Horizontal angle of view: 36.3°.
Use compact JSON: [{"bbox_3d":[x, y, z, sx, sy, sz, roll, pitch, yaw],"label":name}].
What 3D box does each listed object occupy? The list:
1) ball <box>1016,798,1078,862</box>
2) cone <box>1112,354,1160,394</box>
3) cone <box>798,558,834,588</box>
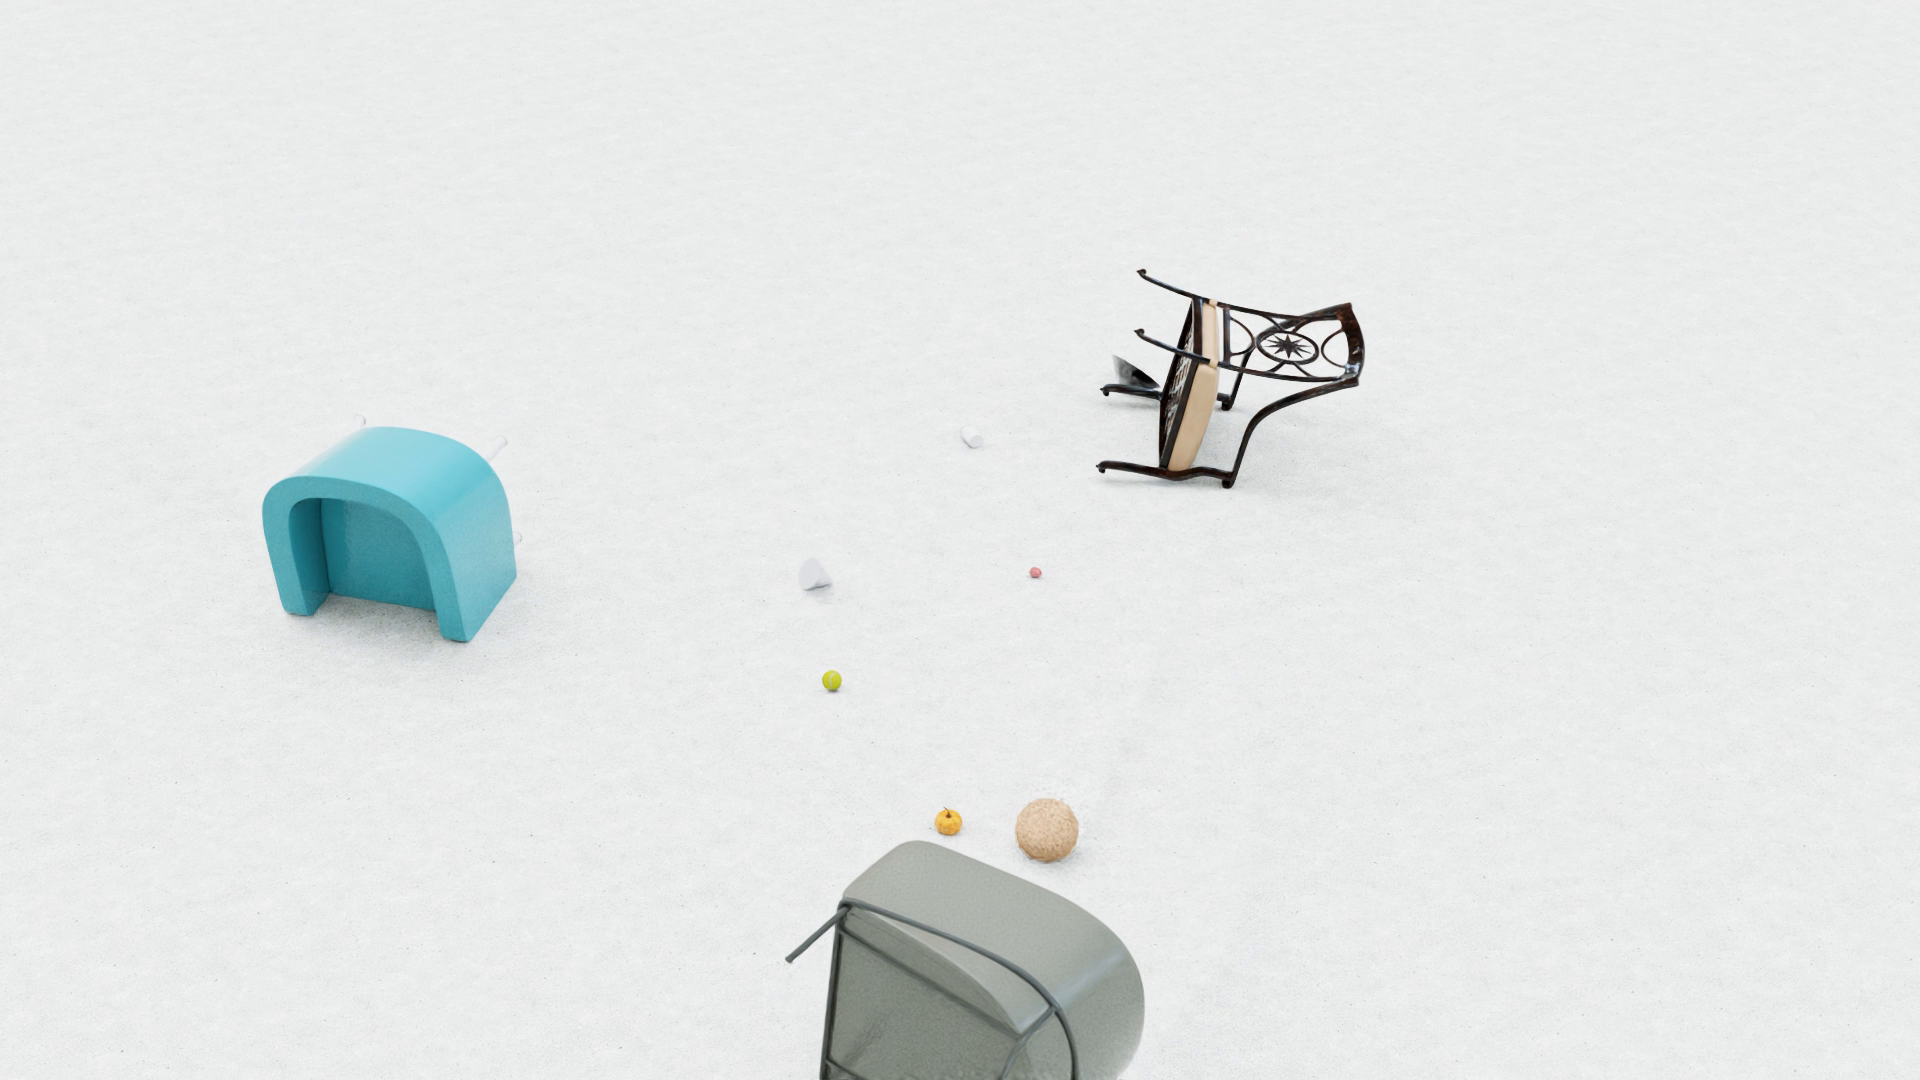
[{"bbox_3d":[0.278,0.924,9.357,0.204,0.204,0.204,0,33,0],"label":"ball"},{"bbox_3d":[0.678,-0.638,11.847,0.112,0.188,0.282,-53,44,-2],"label":"cone"},{"bbox_3d":[-0.504,0.140,10.680,0.107,0.116,0.176,22,-5,-27],"label":"cone"}]
